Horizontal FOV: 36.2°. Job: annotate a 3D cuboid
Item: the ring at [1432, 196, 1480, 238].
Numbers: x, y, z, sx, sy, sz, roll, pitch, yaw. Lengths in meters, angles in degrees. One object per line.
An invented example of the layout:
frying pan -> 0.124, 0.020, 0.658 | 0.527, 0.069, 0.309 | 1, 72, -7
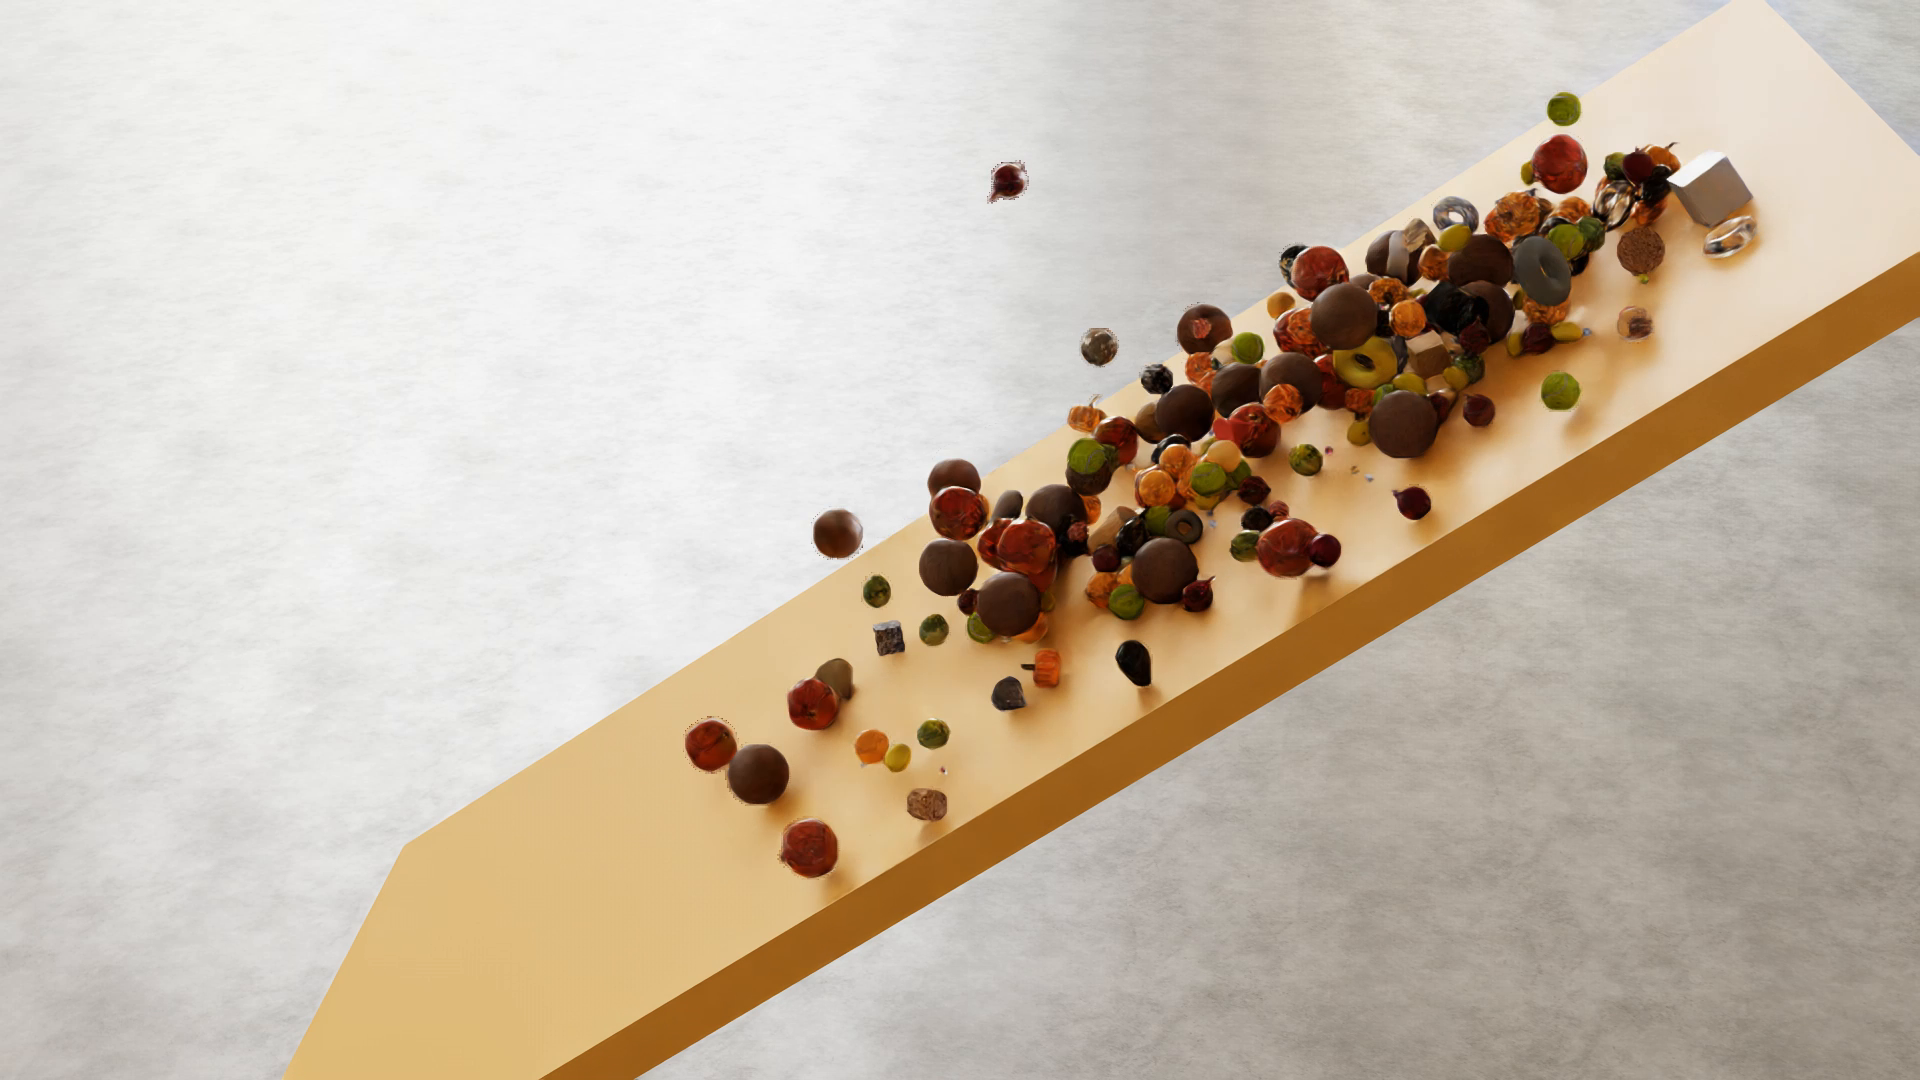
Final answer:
ring -> 0.994, -0.647, 5.896 | 0.098, 0.098, 0.033 | 9, 51, 21

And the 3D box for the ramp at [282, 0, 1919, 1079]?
ramp -> 0.136, 0.174, 6.305 | 4.000, 0.100, 2.000 | -32, 16, 15

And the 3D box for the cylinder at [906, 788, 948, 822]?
cylinder -> -0.061, 0.492, 5.474 | 0.059, 0.059, 0.059 | -11, 5, -26

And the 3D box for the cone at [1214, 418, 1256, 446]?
cone -> 0.567, -0.224, 5.959 | 0.077, 0.077, 0.077 | -23, 29, -22

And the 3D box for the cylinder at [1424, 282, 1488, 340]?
cylinder -> 0.957, -0.442, 5.670 | 0.088, 0.088, 0.088 | -15, 32, -34

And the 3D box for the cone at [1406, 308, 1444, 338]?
cone -> 0.967, -0.437, 6.012 | 0.093, 0.093, 0.093 | -9, 22, -2

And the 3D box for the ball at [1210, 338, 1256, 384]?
ball -> 0.612, -0.401, 6.587 | 0.100, 0.100, 0.100 | 0, 21, 0

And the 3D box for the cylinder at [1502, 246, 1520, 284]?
cylinder -> 1.124, -0.555, 5.939 | 0.054, 0.054, 0.054 | 2, 43, 5

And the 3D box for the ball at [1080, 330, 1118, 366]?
ball -> 0.319, -0.441, 6.740 | 0.083, 0.083, 0.083 | 0, 21, 0

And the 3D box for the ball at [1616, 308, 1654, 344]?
ball -> 1.216, -0.387, 5.295 | 0.065, 0.065, 0.065 | 0, 21, 0

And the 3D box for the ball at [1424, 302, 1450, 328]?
ball -> 0.982, -0.463, 6.053 | 0.052, 0.052, 0.052 | 0, 21, 0

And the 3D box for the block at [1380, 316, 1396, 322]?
block -> 0.886, -0.423, 6.132 | 0.058, 0.058, 0.058 | -39, 15, -9

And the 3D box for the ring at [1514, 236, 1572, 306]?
ring -> 1.089, -0.502, 5.492 | 0.139, 0.139, 0.046 | -24, -3, -46

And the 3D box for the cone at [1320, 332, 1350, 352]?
cone -> 0.787, -0.410, 6.112 | 0.094, 0.094, 0.094 | 26, 16, -16

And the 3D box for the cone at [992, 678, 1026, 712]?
cone -> 0.110, 0.309, 5.680 | 0.071, 0.071, 0.071 | -13, 23, -30

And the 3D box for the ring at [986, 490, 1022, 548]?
ring -> 0.101, -0.047, 6.643 | 0.047, 0.142, 0.142 | 21, 25, 10

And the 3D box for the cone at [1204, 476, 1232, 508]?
cone -> 0.515, -0.108, 6.011 | 0.058, 0.058, 0.058 | -33, 15, 11

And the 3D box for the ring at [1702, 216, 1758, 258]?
ring -> 1.417, -0.557, 5.413 | 0.108, 0.036, 0.108 | -33, 15, 10

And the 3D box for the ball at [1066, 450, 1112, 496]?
ball -> 0.264, -0.136, 6.017 | 0.096, 0.096, 0.096 | 0, 21, 0

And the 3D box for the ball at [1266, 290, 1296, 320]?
ball -> 0.740, -0.540, 6.777 | 0.068, 0.068, 0.068 | 0, 21, 0

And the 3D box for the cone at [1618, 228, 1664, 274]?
cone -> 1.295, -0.548, 5.610 | 0.088, 0.088, 0.088 | 3, 2, 8

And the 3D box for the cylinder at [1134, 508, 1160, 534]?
cylinder -> 0.375, -0.031, 6.067 | 0.053, 0.053, 0.053 | -35, 12, 8

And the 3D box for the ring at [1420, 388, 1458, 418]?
ring -> 0.920, -0.262, 5.643 | 0.081, 0.027, 0.081 | -35, 14, 10

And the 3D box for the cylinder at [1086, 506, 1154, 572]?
cylinder -> 0.326, -0.002, 5.989 | 0.098, 0.098, 0.098 | 34, 24, -18

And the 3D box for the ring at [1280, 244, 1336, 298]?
ring -> 0.796, -0.615, 6.730 | 0.143, 0.143, 0.048 | 16, 54, 36

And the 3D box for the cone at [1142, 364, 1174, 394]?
cone -> 0.426, -0.356, 6.325 | 0.070, 0.070, 0.070 | 0, -13, 1

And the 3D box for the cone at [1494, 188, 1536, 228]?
cone -> 1.135, -0.684, 5.933 | 0.079, 0.079, 0.079 | 40, 19, -17

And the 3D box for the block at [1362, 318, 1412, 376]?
block -> 0.859, -0.392, 5.959 | 0.078, 0.078, 0.078 | 9, 65, 34

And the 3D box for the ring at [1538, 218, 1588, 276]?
ring -> 1.190, -0.579, 5.805 | 0.042, 0.126, 0.126 | -27, 31, -23

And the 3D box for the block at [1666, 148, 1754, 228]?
block -> 1.427, -0.669, 5.598 | 0.099, 0.099, 0.099 | -36, 15, 5

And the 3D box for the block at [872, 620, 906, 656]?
block -> -0.156, 0.215, 6.480 | 0.058, 0.058, 0.058 | -11, 15, -5

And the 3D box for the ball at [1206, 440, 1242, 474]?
ball -> 0.527, -0.166, 5.867 | 0.068, 0.068, 0.068 | 0, 21, 0

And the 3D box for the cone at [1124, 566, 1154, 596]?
cone -> 0.359, 0.082, 5.841 | 0.060, 0.060, 0.060 | 0, 21, 12

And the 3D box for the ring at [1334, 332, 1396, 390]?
ring -> 0.813, -0.359, 5.907 | 0.138, 0.138, 0.046 | 12, 44, 28

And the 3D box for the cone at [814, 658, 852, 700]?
cone -> -0.259, 0.326, 6.438 | 0.096, 0.096, 0.096 | -10, 34, -24

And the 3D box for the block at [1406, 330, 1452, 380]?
block -> 0.916, -0.361, 5.754 | 0.062, 0.062, 0.062 | -21, 30, -2

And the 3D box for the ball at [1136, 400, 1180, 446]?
ball -> 0.439, -0.261, 6.549 | 0.098, 0.098, 0.098 | 0, 21, 0

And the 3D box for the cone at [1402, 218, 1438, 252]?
cone -> 0.957, -0.618, 6.031 | 0.070, 0.070, 0.070 | 12, 12, -33

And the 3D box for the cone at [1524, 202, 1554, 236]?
cone -> 1.193, -0.685, 6.174 | 0.072, 0.072, 0.072 | -12, 28, -28
